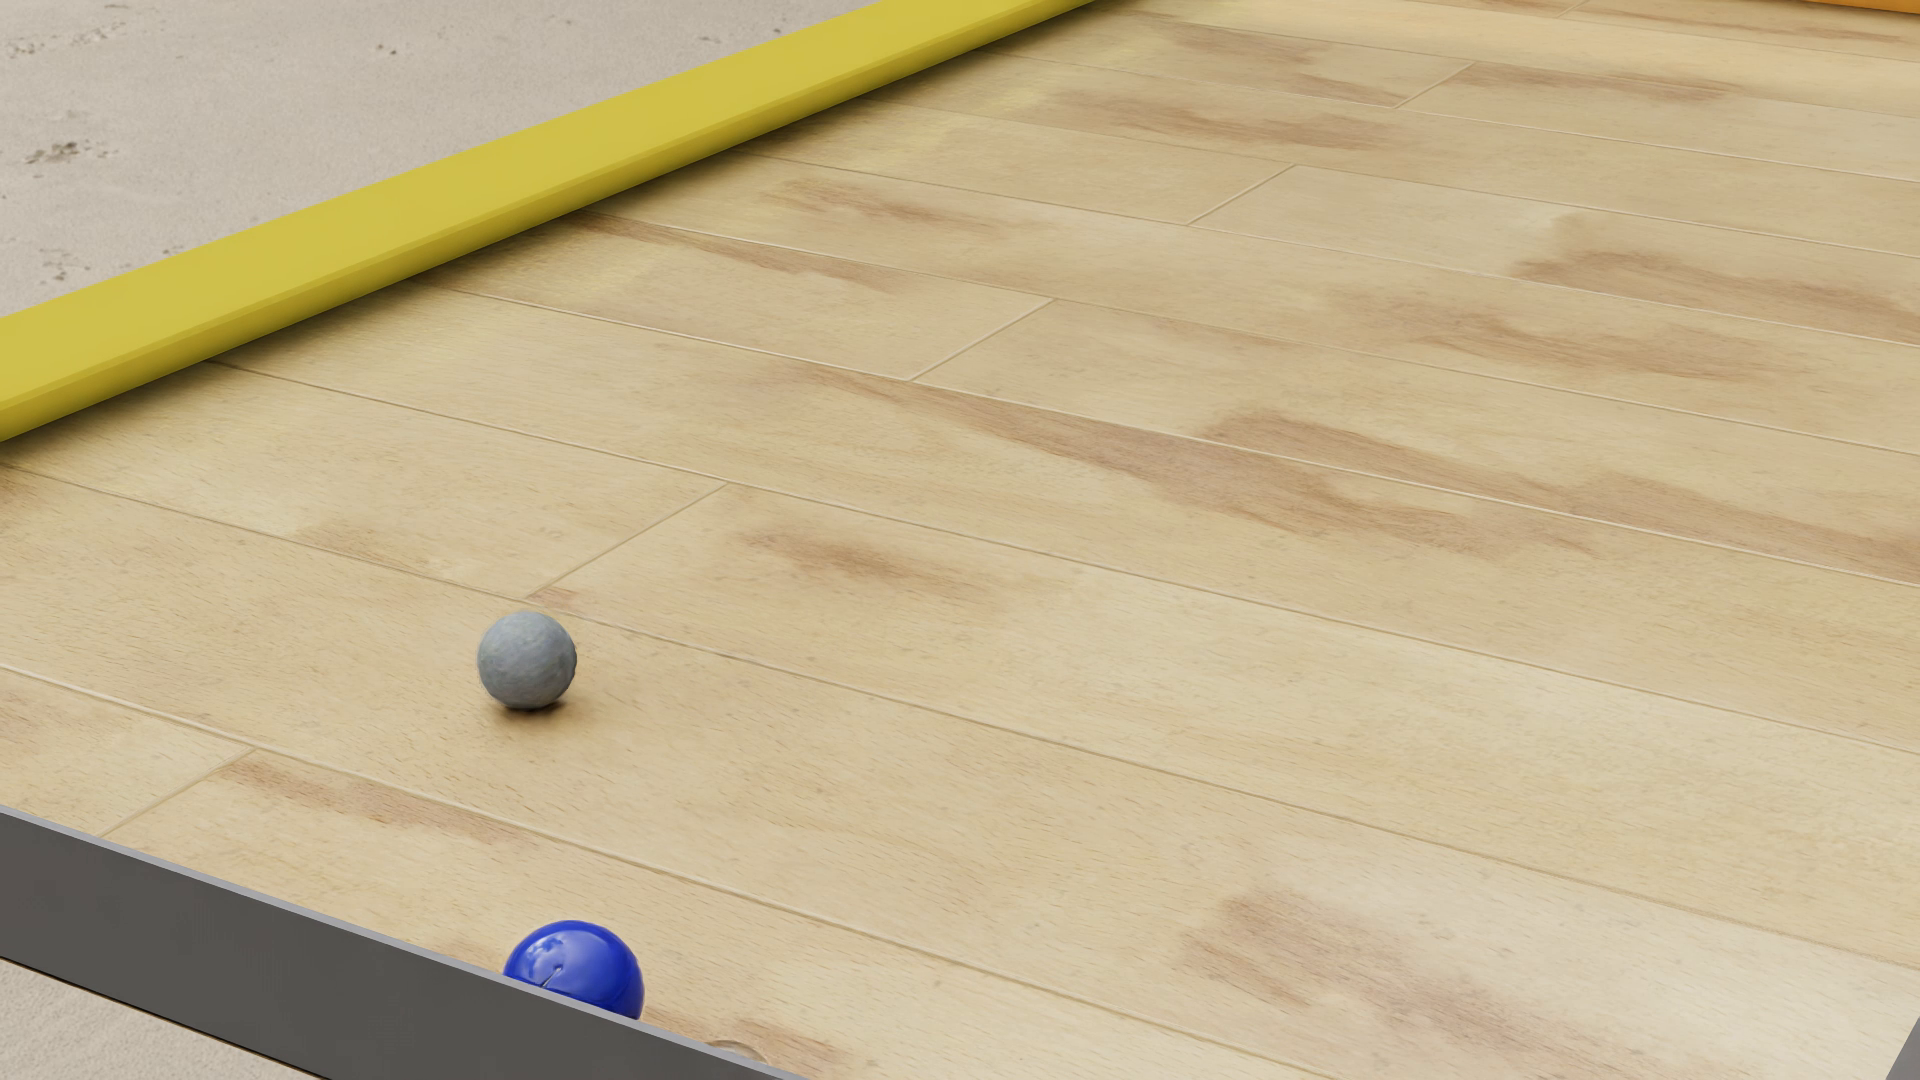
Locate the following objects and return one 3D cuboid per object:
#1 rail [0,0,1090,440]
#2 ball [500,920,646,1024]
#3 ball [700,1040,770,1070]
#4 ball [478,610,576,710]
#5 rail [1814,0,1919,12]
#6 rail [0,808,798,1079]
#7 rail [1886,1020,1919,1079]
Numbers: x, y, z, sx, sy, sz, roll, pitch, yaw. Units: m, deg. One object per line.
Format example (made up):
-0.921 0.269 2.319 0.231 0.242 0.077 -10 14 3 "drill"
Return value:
-0.287 -0.397 2.885 0.045 0.094 2.754 13 26 28 "rail"
-0.192 0.224 1.451 0.072 0.072 0.072 0 23 0 "ball"
-0.112 0.261 1.391 0.050 0.050 0.050 0 23 0 "ball"
-0.268 0.074 1.817 0.061 0.061 0.061 0 23 0 "ball"
1.039 -0.705 3.611 1.529 0.094 0.045 13 26 28 "rail"
-0.338 0.205 1.465 1.529 0.094 0.045 13 26 28 "rail"
0.988 -0.103 2.191 0.045 0.094 2.754 13 26 28 "rail"
